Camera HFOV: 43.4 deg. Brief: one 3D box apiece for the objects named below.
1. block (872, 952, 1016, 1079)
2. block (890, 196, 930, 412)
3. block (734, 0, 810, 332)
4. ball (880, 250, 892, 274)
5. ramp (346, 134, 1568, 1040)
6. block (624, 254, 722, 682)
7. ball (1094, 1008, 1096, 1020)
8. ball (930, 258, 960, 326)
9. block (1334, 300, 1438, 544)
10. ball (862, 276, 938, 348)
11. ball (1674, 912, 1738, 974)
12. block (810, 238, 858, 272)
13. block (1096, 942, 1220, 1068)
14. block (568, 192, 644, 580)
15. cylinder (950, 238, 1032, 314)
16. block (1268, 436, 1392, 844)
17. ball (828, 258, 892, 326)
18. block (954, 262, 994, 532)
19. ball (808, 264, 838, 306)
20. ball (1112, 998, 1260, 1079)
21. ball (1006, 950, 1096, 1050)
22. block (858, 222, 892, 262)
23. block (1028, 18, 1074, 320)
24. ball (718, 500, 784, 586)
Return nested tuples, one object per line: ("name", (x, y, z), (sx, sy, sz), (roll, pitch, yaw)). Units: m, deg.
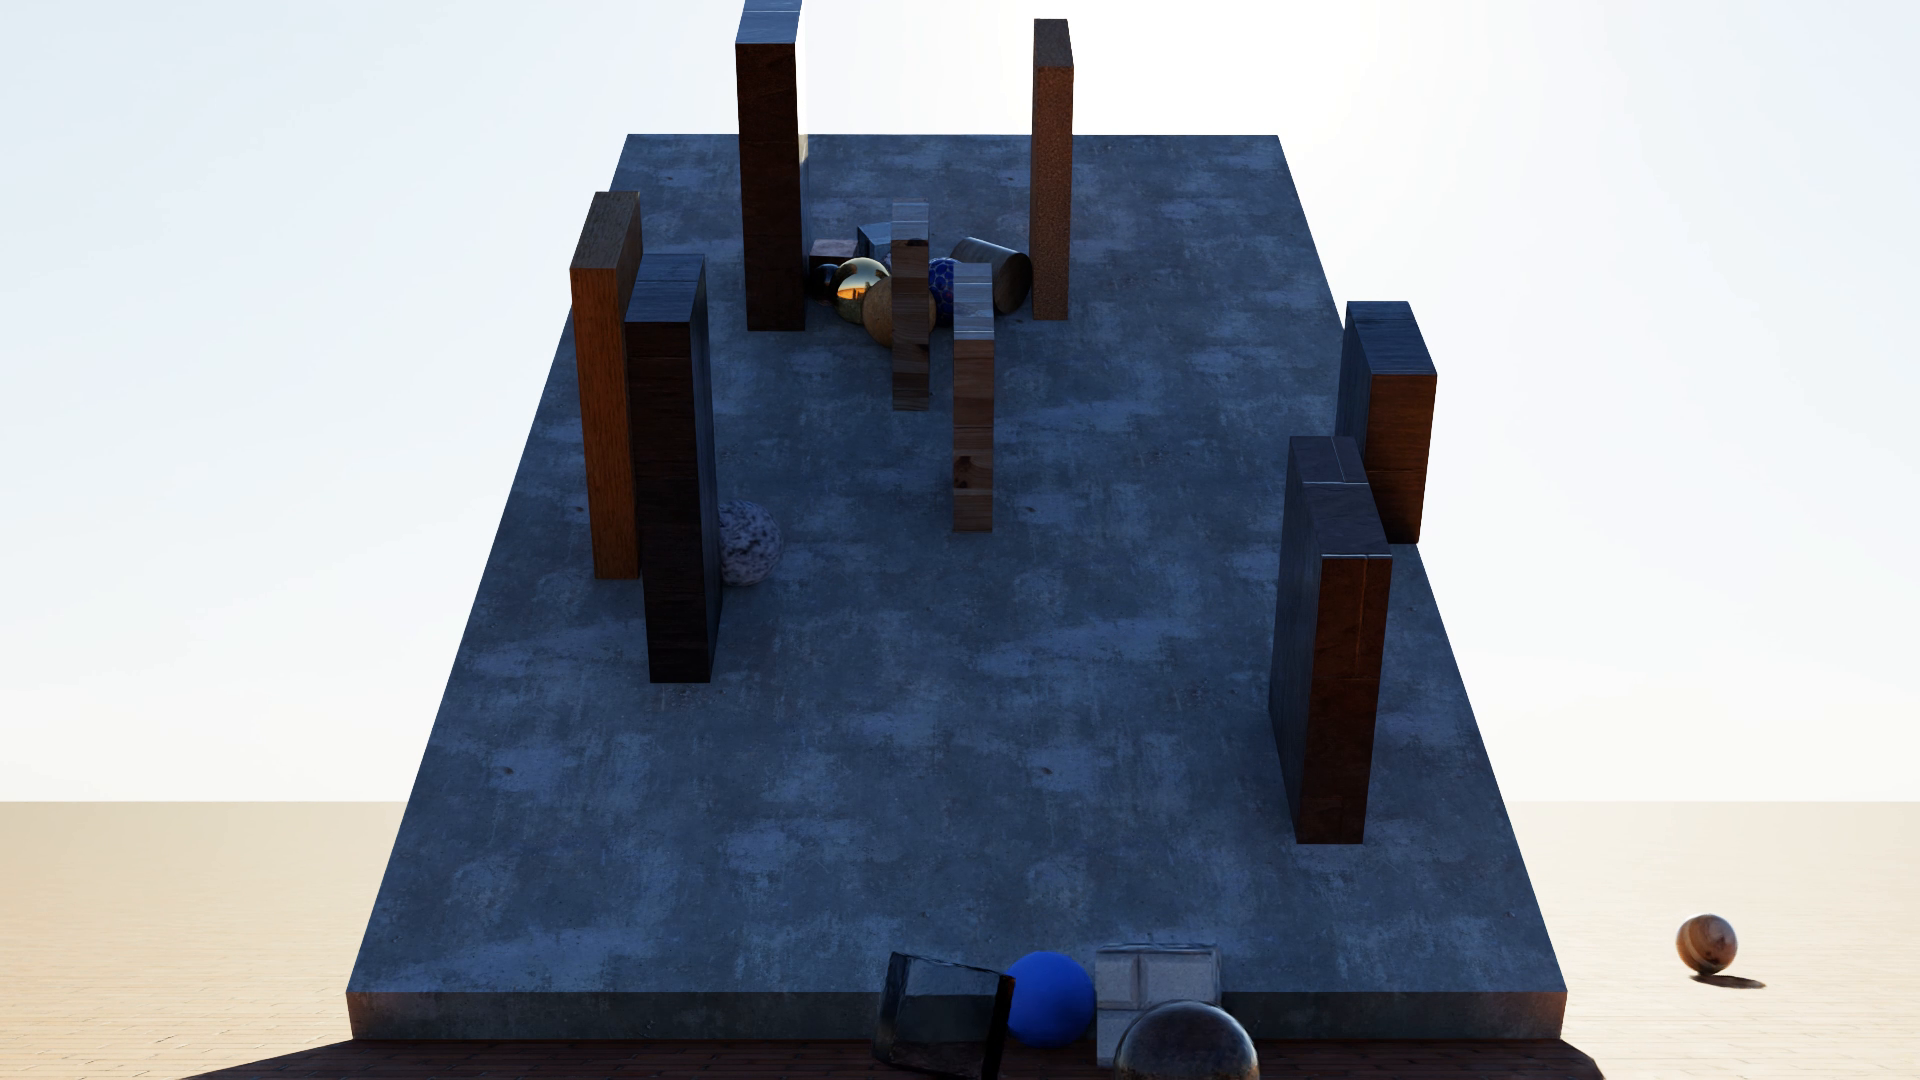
("block", (-0.025, 0.675, 3.408), (0.151, 0.151, 0.151), (13, -8, -11))
("block", (-0.117, -0.566, 5.780), (0.086, 0.441, 0.264), (0, 30, 0))
("block", (-0.470, -0.953, 6.135), (0.146, 0.759, 0.364), (0, 30, 0))
("ball", (-0.143, -0.688, 6.284), (0.154, 0.154, 0.154), (0, -6, 0))
("ramp", (-0.013, -0.211, 5.706), (2.000, 0.100, 4.000), (0, 30, 0))
("block", (-0.549, -0.134, 4.684), (0.118, 0.778, 0.312), (0, 30, 0))
("ball", (0.270, 0.747, 3.804), (0.116, 0.116, 0.116), (0, -6, 0))
("ball", (-0.041, -0.634, 6.167), (0.175, 0.175, 0.175), (0, -6, 0))
("block", (0.926, -0.261, 5.289), (0.137, 0.407, 0.375), (0, 30, 0))
("ball", (-0.152, -0.570, 6.038), (0.189, 0.189, 0.189), (0, -6, 0))
("ball", (1.681, 0.908, 5.432), (0.138, 0.138, 0.138), (0, -6, 0))
("block", (-0.332, -0.720, 6.377), (0.113, 0.113, 0.113), (3, 30, 5))
("block", (0.303, 0.703, 3.656), (0.172, 0.172, 0.172), (-1, -6, 10))
("block", (-0.723, -0.327, 5.088), (0.092, 0.710, 0.408), (0, 30, 0))
("cylinder", (0.075, -0.689, 6.277), (0.162, 0.162, 0.162), (22, 7, 32))
("block", (0.658, 0.176, 4.341), (0.117, 0.588, 0.443), (0, 30, 0))
("ball", (-0.250, -0.636, 6.173), (0.173, 0.173, 0.173), (0, -6, 0))
("block", (0.028, -0.317, 5.323), (0.085, 0.464, 0.403), (0, 30, 0))
("ball", (-0.341, -0.663, 6.279), (0.113, 0.113, 0.113), (0, -6, 0))
("ball", (0.259, 0.611, 2.764), (0.169, 0.169, 0.169), (0, -6, 0))
("ball", (0.137, 0.730, 3.827), (0.155, 0.155, 0.155), (0, -6, 0))
("block", (-0.183, -0.753, 6.410), (0.140, 0.140, 0.140), (-10, 31, -18))
("block", (0.234, -0.957, 6.228), (0.089, 0.678, 0.385), (0, 30, 0))
("ball", (-0.459, 0.007, 5.041), (0.180, 0.180, 0.180), (0, -6, 0))
